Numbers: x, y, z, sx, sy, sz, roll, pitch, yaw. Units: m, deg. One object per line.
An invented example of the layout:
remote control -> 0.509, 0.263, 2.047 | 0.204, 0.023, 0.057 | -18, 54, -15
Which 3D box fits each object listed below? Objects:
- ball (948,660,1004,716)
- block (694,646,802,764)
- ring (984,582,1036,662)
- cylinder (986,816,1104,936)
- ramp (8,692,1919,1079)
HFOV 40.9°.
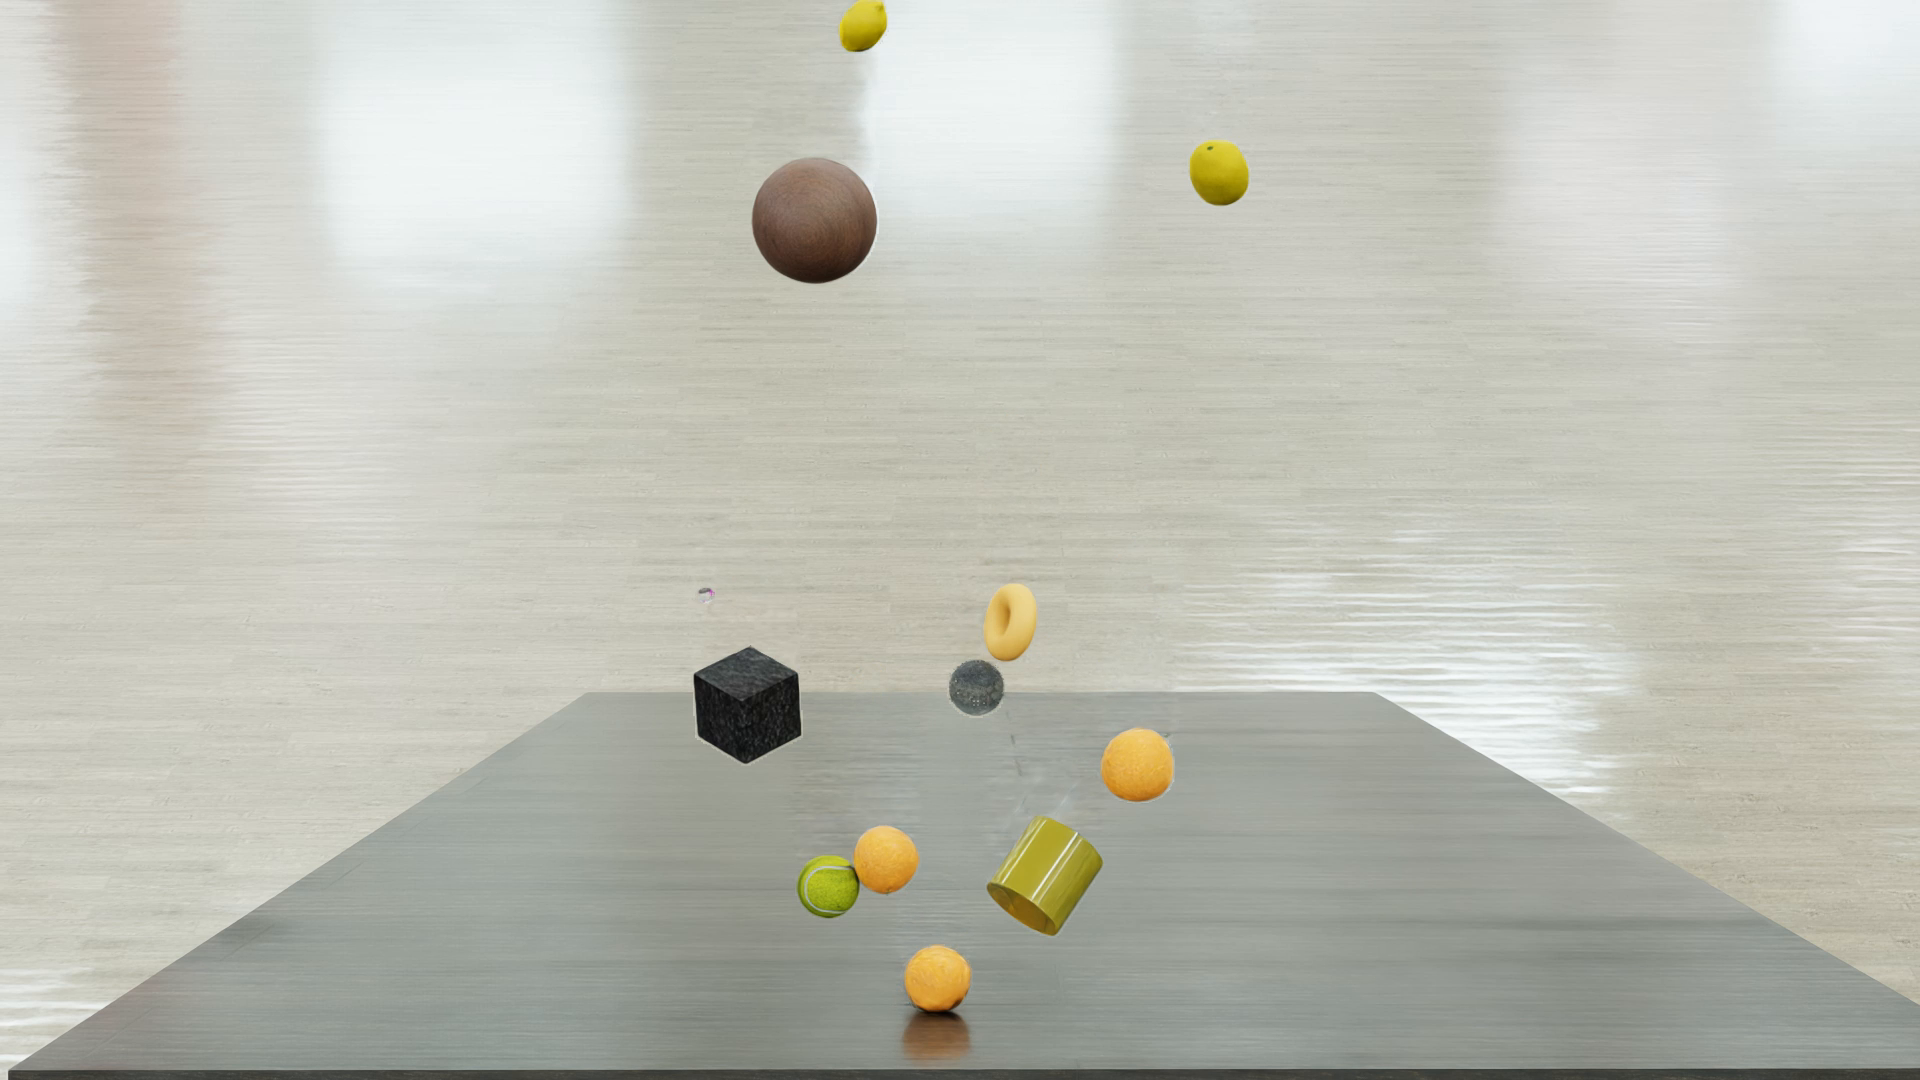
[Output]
ball -> 0.018, 0.164, 2.869 | 0.062, 0.062, 0.062 | 0, 24, 0
block -> -0.220, 0.170, 2.665 | 0.076, 0.076, 0.076 | -26, 37, -38
ring -> 0.056, 0.091, 2.854 | 0.029, 0.088, 0.088 | 13, 17, -27
cylinder -> 0.086, 0.338, 2.592 | 0.085, 0.085, 0.085 | 20, 63, 37
ramp -> 0.056, 0.505, 4.549 | 2.000, 0.100, 4.000 | 0, 2, 0
